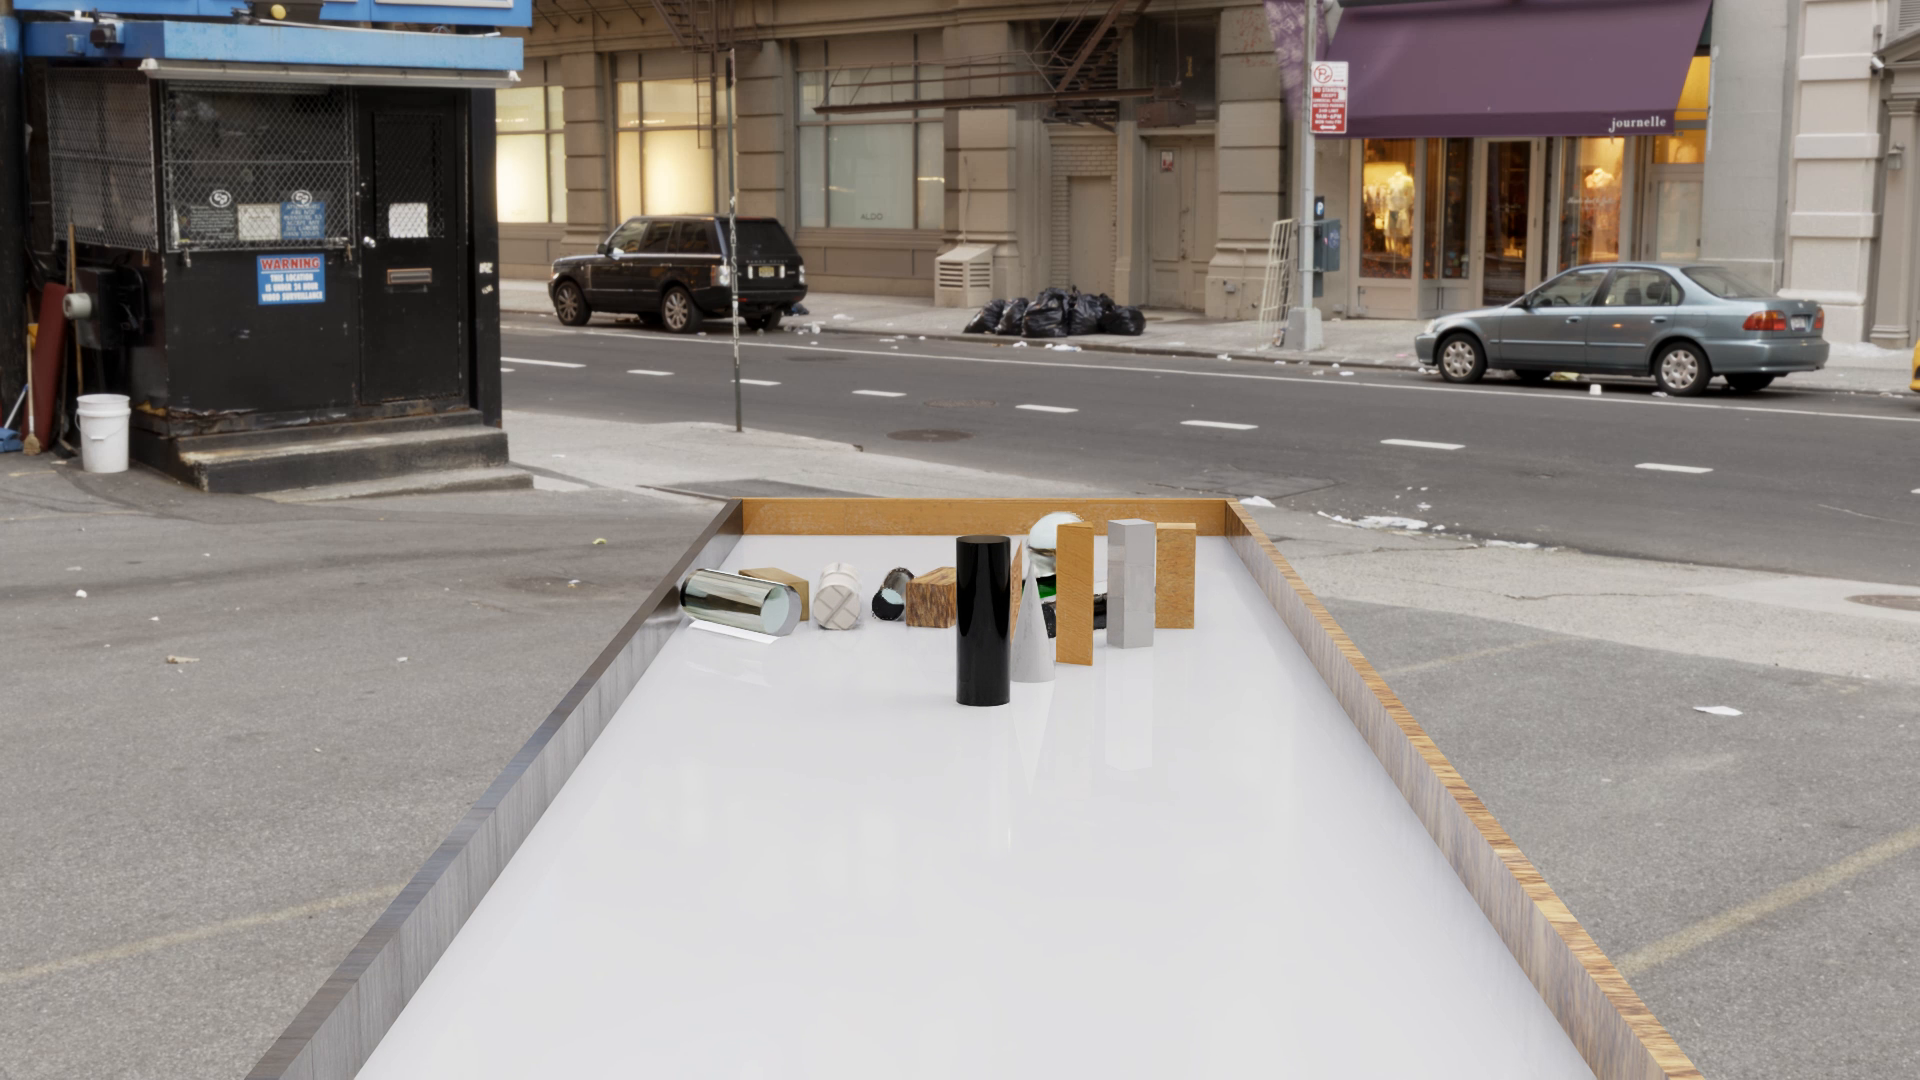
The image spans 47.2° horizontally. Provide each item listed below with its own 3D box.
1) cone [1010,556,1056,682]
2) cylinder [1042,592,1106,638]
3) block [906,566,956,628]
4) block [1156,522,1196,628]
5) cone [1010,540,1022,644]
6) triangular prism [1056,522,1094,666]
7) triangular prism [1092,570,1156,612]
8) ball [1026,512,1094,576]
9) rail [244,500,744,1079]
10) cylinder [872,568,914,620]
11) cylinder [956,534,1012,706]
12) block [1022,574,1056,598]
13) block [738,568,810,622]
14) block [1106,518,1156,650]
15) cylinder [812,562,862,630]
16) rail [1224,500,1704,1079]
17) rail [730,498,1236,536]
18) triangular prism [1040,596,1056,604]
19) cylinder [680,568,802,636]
[{"bbox_3d":[0.207,0.225,6.436,0.153,0.361,0.153,0,9,0],"label":"cone"},{"bbox_3d":[0.431,0.236,7.153,0.433,0.114,0.114,-8,12,-41],"label":"cylinder"},{"bbox_3d":[-0.051,0.190,7.348,0.145,0.145,0.332,3,10,20],"label":"block"},{"bbox_3d":[0.707,0.117,7.220,0.127,0.330,0.127,1,9,5],"label":"block"},{"bbox_3d":[0.165,0.153,6.907,0.127,0.336,0.127,11,4,-1],"label":"cone"},{"bbox_3d":[0.369,0.159,6.661,0.121,0.421,0.105,5,10,28],"label":"triangular prism"},{"bbox_3d":[0.554,0.184,7.435,0.142,0.123,0.448,9,13,42],"label":"triangular prism"},{"bbox_3d":[0.368,0.022,8.077,0.248,0.248,0.248,0,9,0],"label":"ball"},{"bbox_3d":[-1.004,0.839,3.234,0.050,0.150,12.000,0,9,1],"label":"rail"},{"bbox_3d":[-0.225,0.183,7.518,0.107,0.107,0.431,1,9,4],"label":"cylinder"},{"bbox_3d":[0.065,0.224,6.133,0.154,0.459,0.154,0,9,0],"label":"cylinder"},{"bbox_3d":[0.227,0.198,7.425,0.375,0.106,0.106,-8,12,-42],"label":"block"},{"bbox_3d":[-0.629,0.185,7.420,0.132,0.132,0.311,-4,10,-26],"label":"block"},{"bbox_3d":[0.536,0.136,6.901,0.108,0.391,0.108,-4,10,-26],"label":"block"},{"bbox_3d":[-0.407,0.185,7.361,0.151,0.151,0.434,0,9,-1],"label":"cylinder"},{"bbox_3d":[1.046,0.843,3.208,0.050,0.150,12.000,0,9,1],"label":"rail"},{"bbox_3d":[0.099,-0.098,9.147,2.100,0.150,0.050,0,9,1],"label":"rail"},{"bbox_3d":[0.269,0.222,7.242,0.075,0.087,0.418,-40,-18,35],"label":"triangular prism"},{"bbox_3d":[-0.718,0.203,7.184,0.171,0.171,0.418,-9,13,-44],"label":"cylinder"}]
